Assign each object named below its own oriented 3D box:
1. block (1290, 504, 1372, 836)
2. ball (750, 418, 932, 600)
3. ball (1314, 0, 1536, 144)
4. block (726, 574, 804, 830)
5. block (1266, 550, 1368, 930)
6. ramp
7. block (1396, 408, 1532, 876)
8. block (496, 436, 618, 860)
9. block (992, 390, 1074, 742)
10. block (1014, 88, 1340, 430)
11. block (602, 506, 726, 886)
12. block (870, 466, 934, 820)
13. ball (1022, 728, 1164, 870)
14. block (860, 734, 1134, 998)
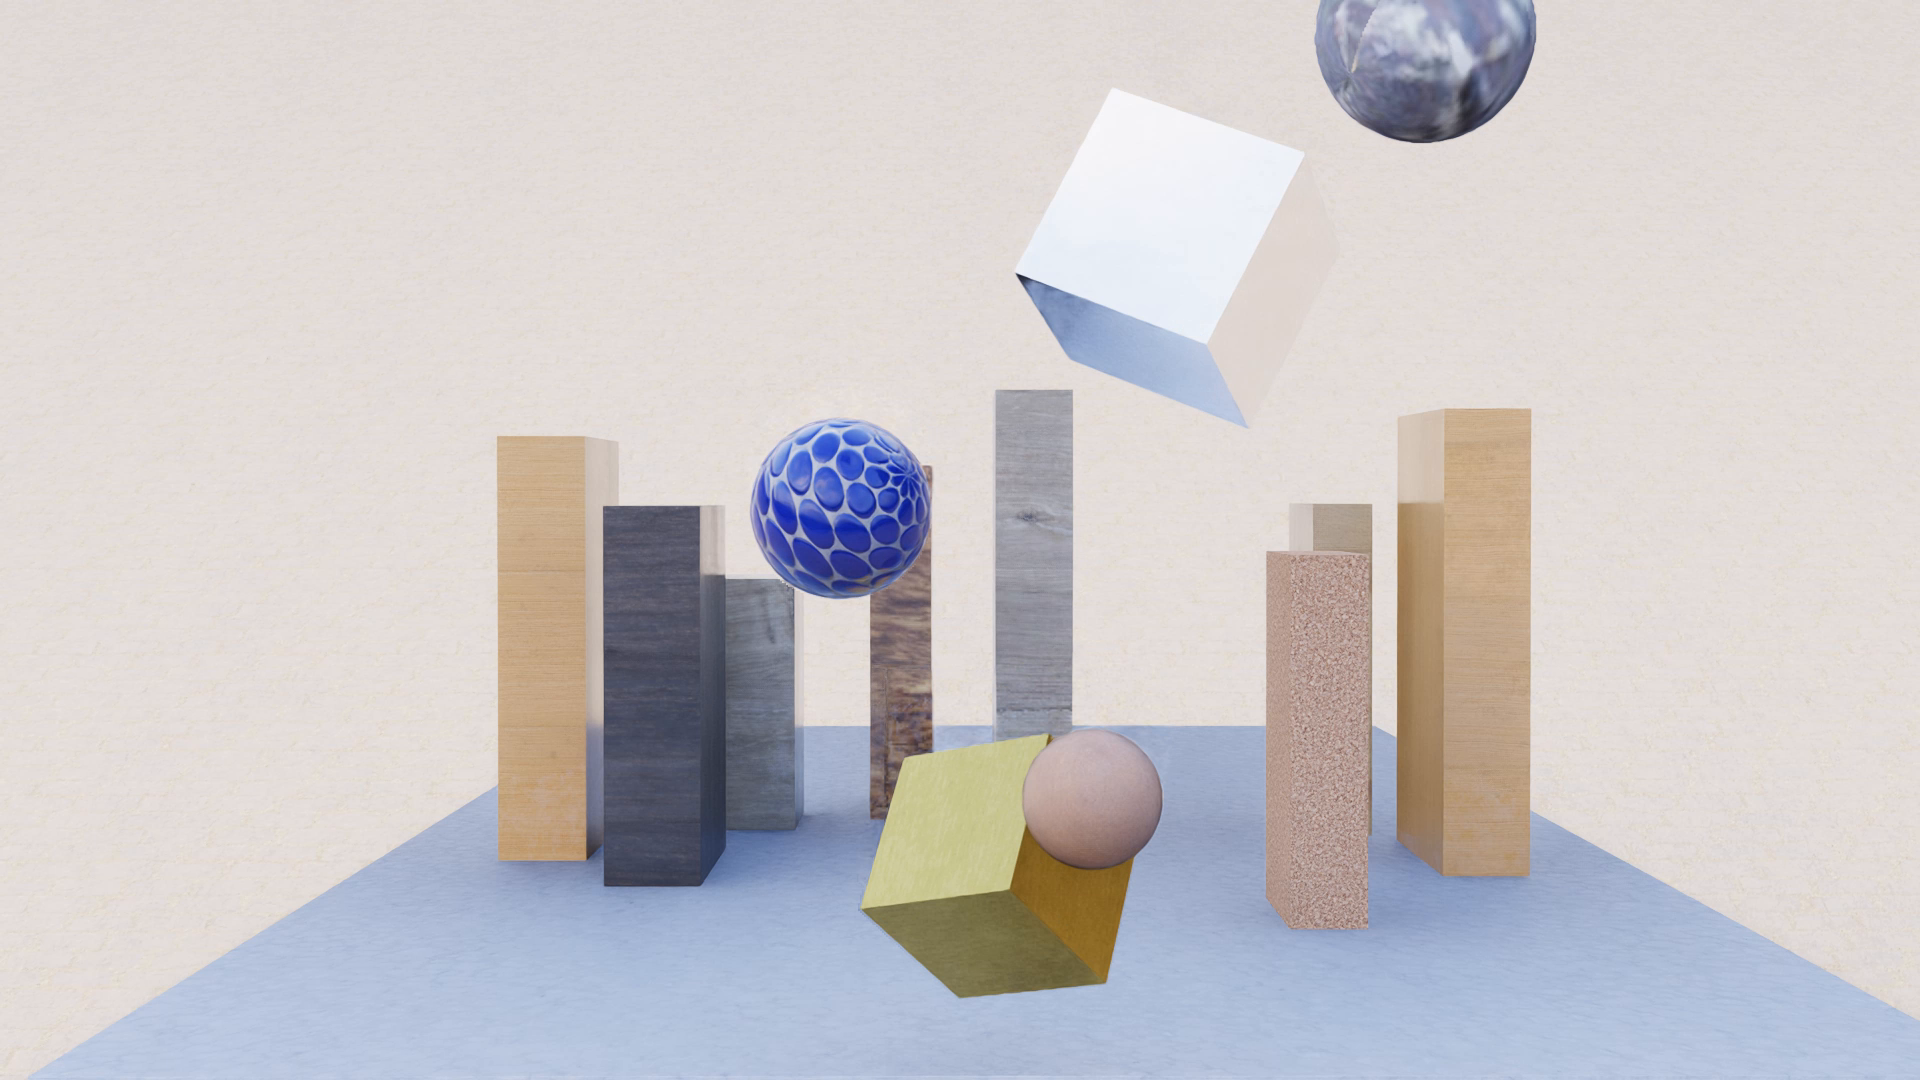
[{"bbox_3d":[0.658,0.221,4.598,0.102,0.571,0.319,0,1,0],"label":"block"},{"bbox_3d":[-0.117,-0.031,2.538,0.179,0.179,0.179,0,27,0],"label":"ball"},{"bbox_3d":[0.415,-0.453,2.308,0.195,0.195,0.195,0,27,0],"label":"ball"},{"bbox_3d":[-0.357,0.286,4.650,0.137,0.440,0.267,0,1,0],"label":"block"},{"bbox_3d":[0.497,0.270,3.611,0.105,0.504,0.276,0,1,0],"label":"block"},{"bbox_3d":[0.062,0.557,4.594,2.000,0.100,4.000,0,1,0],"label":"ramp"},{"bbox_3d":[0.808,0.154,4.169,0.133,0.718,0.421,0,1,0],"label":"block"},{"bbox_3d":[-0.671,0.171,4.344,0.141,0.681,0.413,0,1,0],"label":"block"},{"bbox_3d":[0.131,0.117,4.756,0.138,0.773,0.366,0,1,0],"label":"block"},{"bbox_3d":[0.213,-0.268,2.477,0.205,0.205,0.205,23,79,24],"label":"block"},{"bbox_3d":[-0.461,0.230,4.071,0.145,0.570,0.425,0,1,0],"label":"block"},{"bbox_3d":[-0.107,0.182,4.870,0.111,0.641,0.397,0,1,0],"label":"block"},{"bbox_3d":[0.133,0.260,2.596,0.142,0.142,0.142,0,27,0],"label":"ball"},{"bbox_3d":[0.047,0.354,2.785,0.192,0.192,0.192,-13,45,34],"label":"block"}]
